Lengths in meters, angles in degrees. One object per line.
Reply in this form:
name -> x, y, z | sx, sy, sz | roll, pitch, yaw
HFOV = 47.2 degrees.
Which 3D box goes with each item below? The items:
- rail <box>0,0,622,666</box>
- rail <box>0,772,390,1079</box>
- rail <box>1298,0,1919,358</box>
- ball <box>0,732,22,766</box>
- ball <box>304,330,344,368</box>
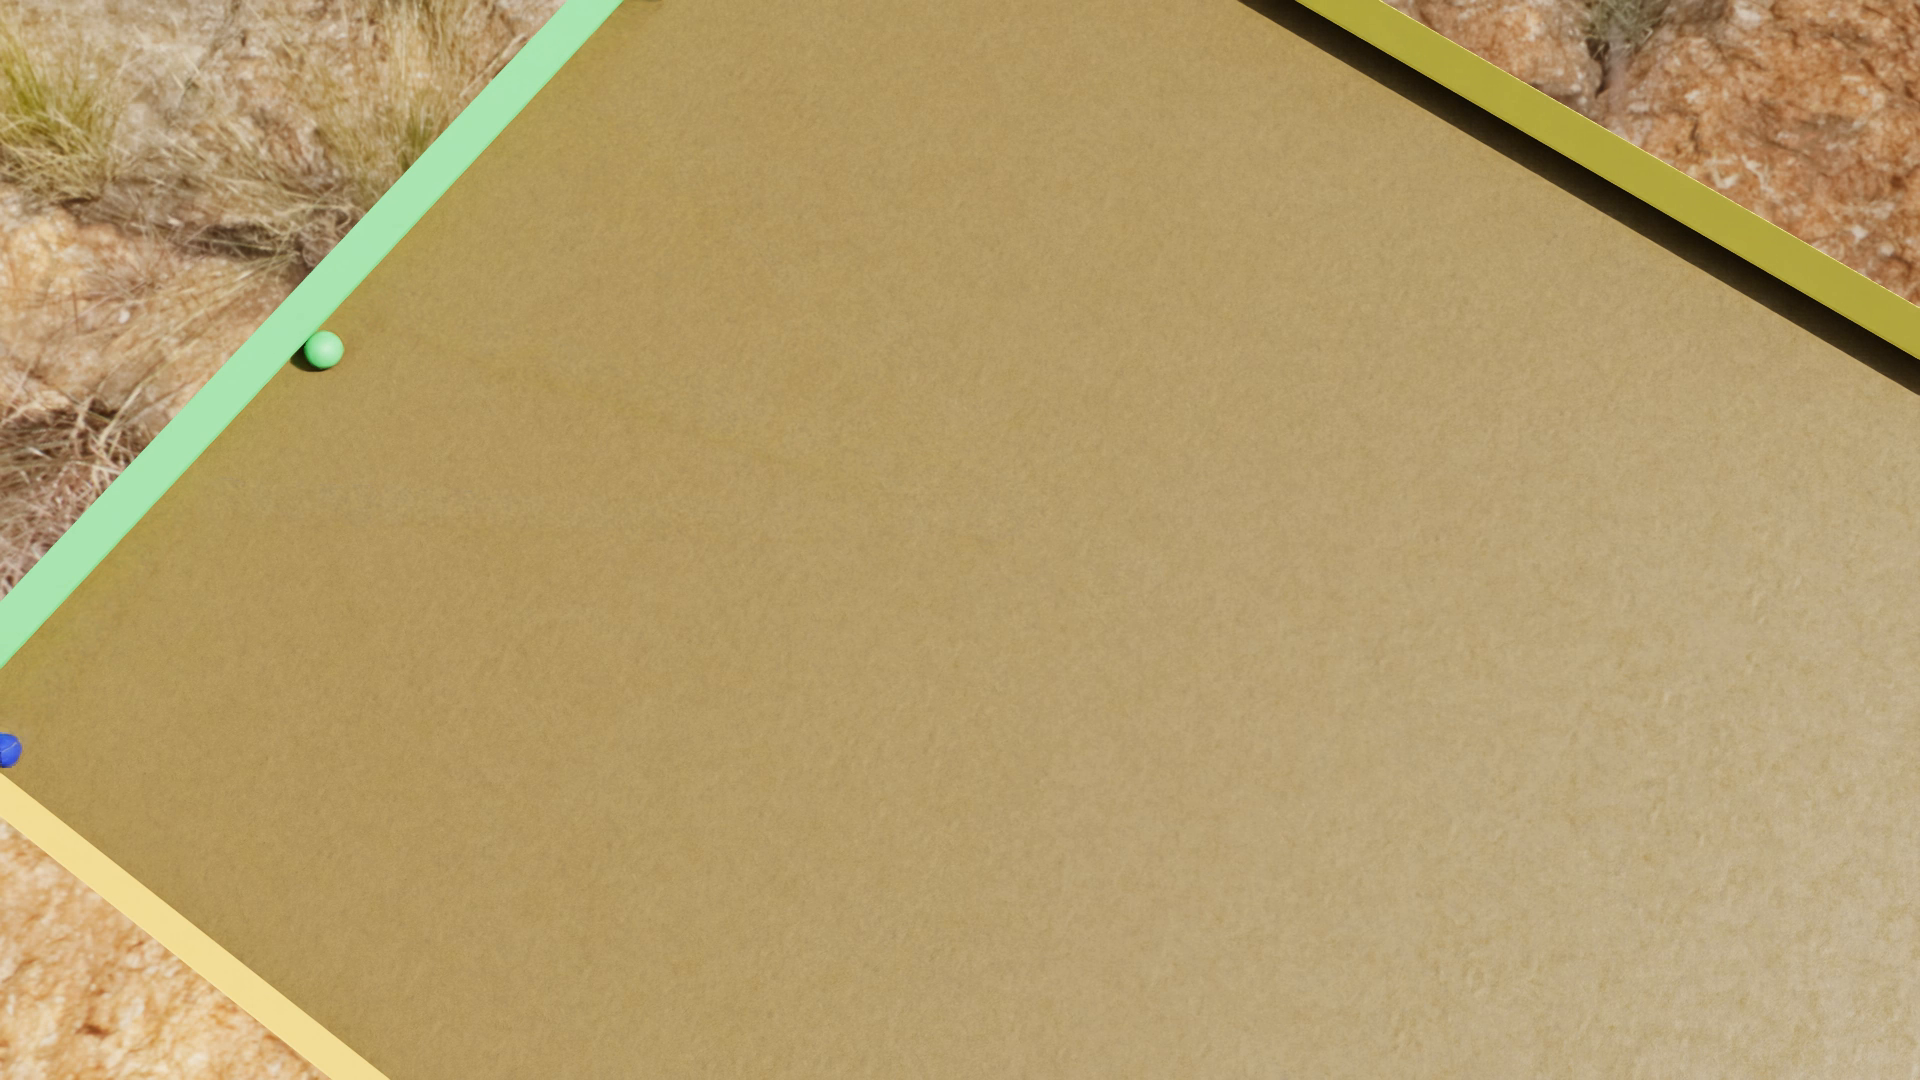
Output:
rail -> -0.887, -0.601, 3.714 | 0.045, 0.111, 2.422 | 34, 72, 13
rail -> 0.213, 1.486, 2.864 | 4.465, 0.111, 0.045 | 34, 72, 13
rail -> 1.599, -0.300, 3.591 | 4.465, 0.111, 0.045 | 34, 72, 13
ball -> -1.466, 0.321, 3.370 | 0.052, 0.052, 0.052 | 0, 68, 0
ball -> -1.048, -0.314, 3.624 | 0.062, 0.062, 0.062 | 0, 68, 0
